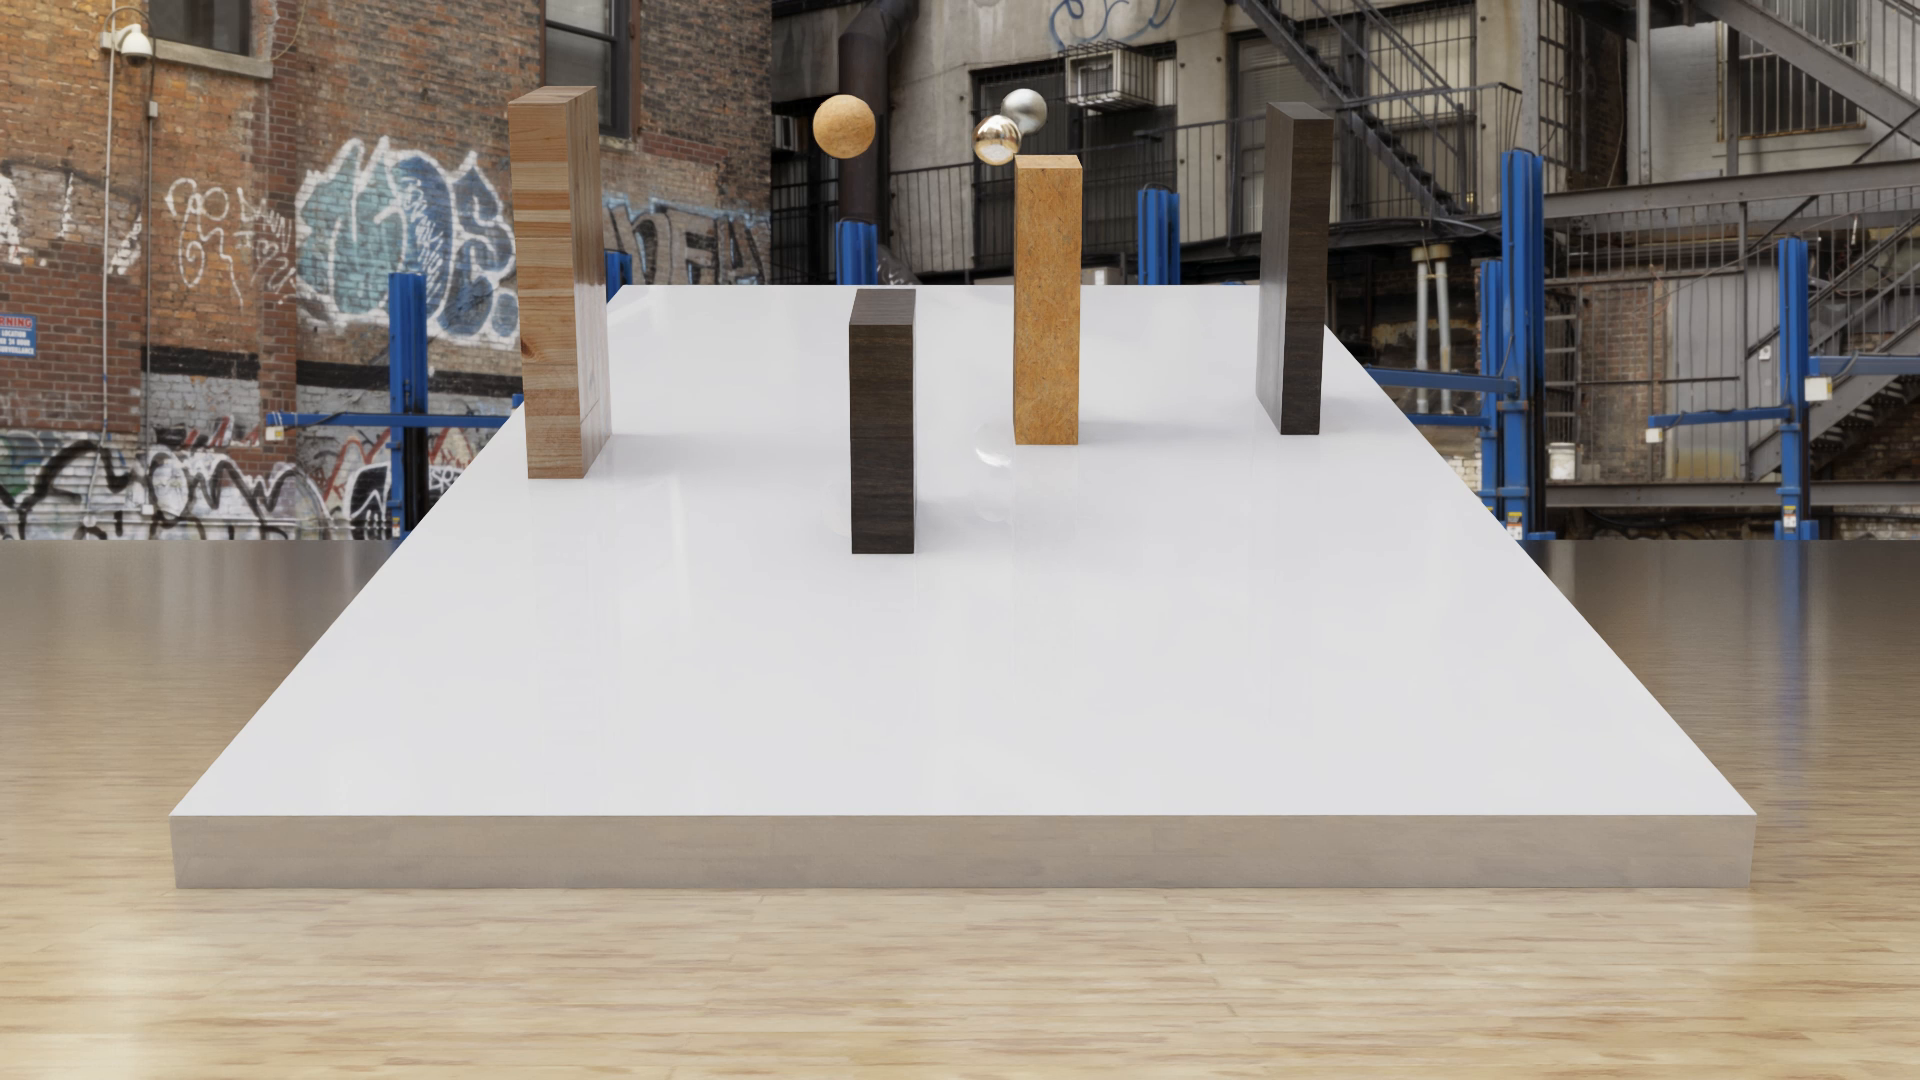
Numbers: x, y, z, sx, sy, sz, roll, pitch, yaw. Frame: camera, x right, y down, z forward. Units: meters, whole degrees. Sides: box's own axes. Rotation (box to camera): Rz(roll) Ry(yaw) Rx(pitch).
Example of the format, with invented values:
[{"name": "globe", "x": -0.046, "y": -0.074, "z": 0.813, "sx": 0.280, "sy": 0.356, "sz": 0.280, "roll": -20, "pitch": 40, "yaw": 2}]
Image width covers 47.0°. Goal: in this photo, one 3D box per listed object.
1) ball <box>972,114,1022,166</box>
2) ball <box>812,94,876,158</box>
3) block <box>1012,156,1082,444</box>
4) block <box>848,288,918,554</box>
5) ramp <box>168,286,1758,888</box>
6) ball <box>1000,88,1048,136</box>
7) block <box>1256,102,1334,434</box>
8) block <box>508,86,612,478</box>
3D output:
[{"name": "ball", "x": 0.106, "y": -1.150, "z": 6.351, "sx": 0.144, "sy": 0.144, "sz": 0.144, "roll": 0, "pitch": 0, "yaw": 0}, {"name": "ball", "x": -0.333, "y": -1.190, "z": 6.358, "sx": 0.182, "sy": 0.182, "sz": 0.182, "roll": 0, "pitch": 0, "yaw": 0}, {"name": "block", "x": 0.184, "y": -0.515, "z": 4.713, "sx": 0.132, "sy": 0.581, "sz": 0.244, "roll": 0, "pitch": 16, "yaw": 0}, {"name": "block", "x": -0.137, "y": -0.223, "z": 4.012, "sx": 0.110, "sy": 0.409, "sz": 0.366, "roll": 0, "pitch": 16, "yaw": 0}, {"name": "ramp", "x": -0.002, "y": -0.161, "z": 4.716, "sx": 2.000, "sy": 0.100, "sz": 4.000, "roll": 0, "pitch": 16, "yaw": 0}, {"name": "ball", "x": 0.188, "y": -1.258, "z": 6.497, "sx": 0.140, "sy": 0.140, "sz": 0.140, "roll": 0, "pitch": 0, "yaw": 0}, {"name": "block", "x": 0.733, "y": -0.607, "z": 4.871, "sx": 0.084, "sy": 0.672, "sz": 0.412, "roll": 0, "pitch": 16, "yaw": 0}, {"name": "block", "x": -0.806, "y": -0.530, "z": 4.484, "sx": 0.109, "sy": 0.737, "sz": 0.391, "roll": 0, "pitch": 16, "yaw": 0}]
